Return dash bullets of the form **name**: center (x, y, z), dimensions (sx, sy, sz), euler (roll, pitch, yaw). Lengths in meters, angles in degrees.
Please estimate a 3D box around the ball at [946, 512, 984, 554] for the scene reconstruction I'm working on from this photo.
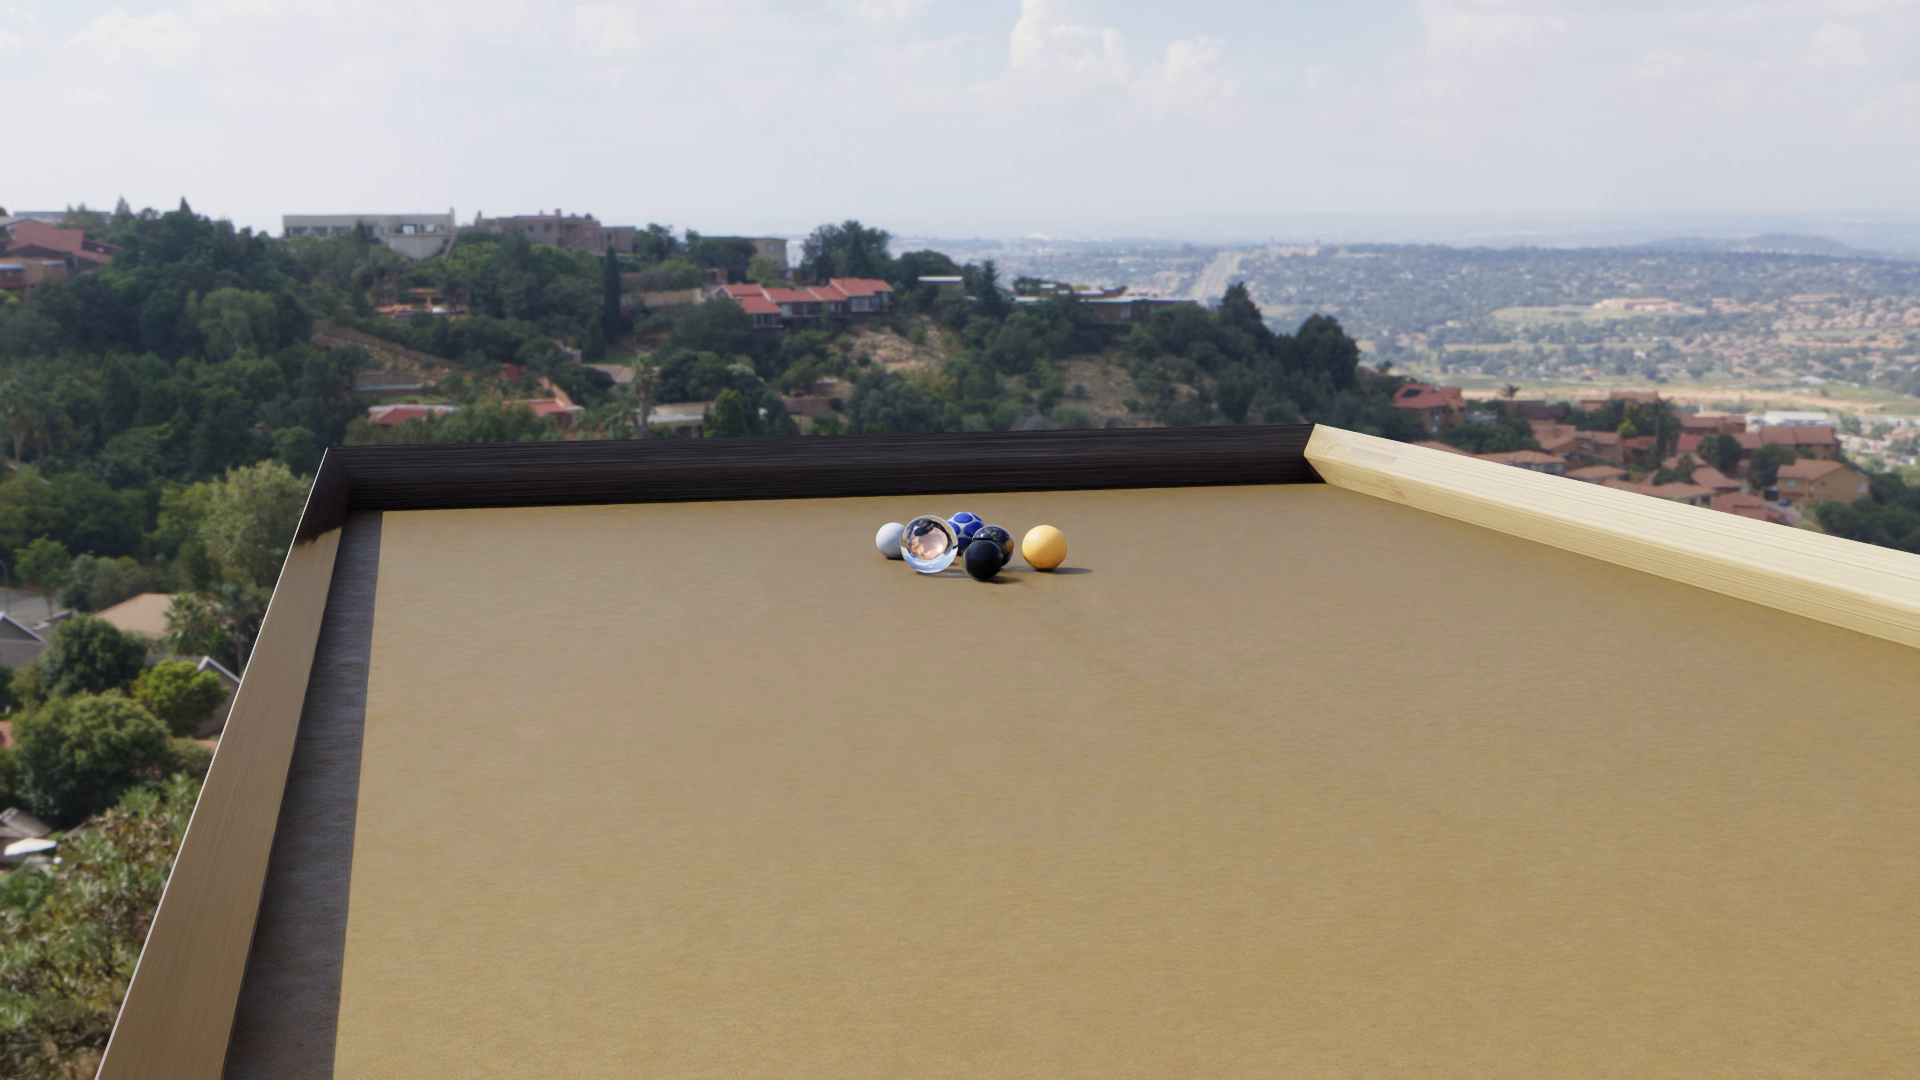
- **ball**: center (0.007, -0.012, 3.535), dimensions (0.069, 0.069, 0.069), euler (0, 8, 0)

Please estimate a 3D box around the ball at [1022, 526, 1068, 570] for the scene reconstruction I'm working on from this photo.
- **ball**: center (0.130, 0.012, 3.370), dimensions (0.069, 0.069, 0.069), euler (0, 8, 0)

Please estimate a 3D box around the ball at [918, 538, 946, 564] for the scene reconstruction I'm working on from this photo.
- **ball**: center (-0.044, 0.016, 3.437), dimensions (0.042, 0.042, 0.042), euler (0, 8, 0)

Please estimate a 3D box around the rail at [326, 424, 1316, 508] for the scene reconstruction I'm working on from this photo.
- **rail**: center (-0.214, -0.147, 4.316), dimensions (1.978, 0.115, 0.045), euler (-2, 8, -14)

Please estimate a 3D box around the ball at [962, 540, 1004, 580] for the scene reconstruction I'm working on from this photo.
- **ball**: center (0.034, 0.029, 3.280), dimensions (0.060, 0.060, 0.060), euler (0, 8, 0)

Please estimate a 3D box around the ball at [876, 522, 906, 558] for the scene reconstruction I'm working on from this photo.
- **ball**: center (-0.105, 0.001, 3.495), dimensions (0.057, 0.057, 0.057), euler (0, 8, 0)

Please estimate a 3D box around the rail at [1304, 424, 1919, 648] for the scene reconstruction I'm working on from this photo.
- **rail**: center (1.156, 0.067, 2.819), dimensions (0.045, 0.115, 3.643), euler (-2, 8, -14)

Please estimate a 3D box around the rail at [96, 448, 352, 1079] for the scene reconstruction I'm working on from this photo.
- **rail**: center (-0.717, 0.132, 2.359), dimensions (0.045, 0.115, 3.643), euler (-2, 8, -14)

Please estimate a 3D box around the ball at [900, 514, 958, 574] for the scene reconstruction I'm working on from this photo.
- **ball**: center (-0.047, 0.006, 3.343), dimensions (0.089, 0.089, 0.089), euler (0, 8, 0)

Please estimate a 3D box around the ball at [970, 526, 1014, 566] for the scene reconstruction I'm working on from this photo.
- **ball**: center (0.049, 0.011, 3.383), dimensions (0.068, 0.068, 0.068), euler (0, 8, 0)
